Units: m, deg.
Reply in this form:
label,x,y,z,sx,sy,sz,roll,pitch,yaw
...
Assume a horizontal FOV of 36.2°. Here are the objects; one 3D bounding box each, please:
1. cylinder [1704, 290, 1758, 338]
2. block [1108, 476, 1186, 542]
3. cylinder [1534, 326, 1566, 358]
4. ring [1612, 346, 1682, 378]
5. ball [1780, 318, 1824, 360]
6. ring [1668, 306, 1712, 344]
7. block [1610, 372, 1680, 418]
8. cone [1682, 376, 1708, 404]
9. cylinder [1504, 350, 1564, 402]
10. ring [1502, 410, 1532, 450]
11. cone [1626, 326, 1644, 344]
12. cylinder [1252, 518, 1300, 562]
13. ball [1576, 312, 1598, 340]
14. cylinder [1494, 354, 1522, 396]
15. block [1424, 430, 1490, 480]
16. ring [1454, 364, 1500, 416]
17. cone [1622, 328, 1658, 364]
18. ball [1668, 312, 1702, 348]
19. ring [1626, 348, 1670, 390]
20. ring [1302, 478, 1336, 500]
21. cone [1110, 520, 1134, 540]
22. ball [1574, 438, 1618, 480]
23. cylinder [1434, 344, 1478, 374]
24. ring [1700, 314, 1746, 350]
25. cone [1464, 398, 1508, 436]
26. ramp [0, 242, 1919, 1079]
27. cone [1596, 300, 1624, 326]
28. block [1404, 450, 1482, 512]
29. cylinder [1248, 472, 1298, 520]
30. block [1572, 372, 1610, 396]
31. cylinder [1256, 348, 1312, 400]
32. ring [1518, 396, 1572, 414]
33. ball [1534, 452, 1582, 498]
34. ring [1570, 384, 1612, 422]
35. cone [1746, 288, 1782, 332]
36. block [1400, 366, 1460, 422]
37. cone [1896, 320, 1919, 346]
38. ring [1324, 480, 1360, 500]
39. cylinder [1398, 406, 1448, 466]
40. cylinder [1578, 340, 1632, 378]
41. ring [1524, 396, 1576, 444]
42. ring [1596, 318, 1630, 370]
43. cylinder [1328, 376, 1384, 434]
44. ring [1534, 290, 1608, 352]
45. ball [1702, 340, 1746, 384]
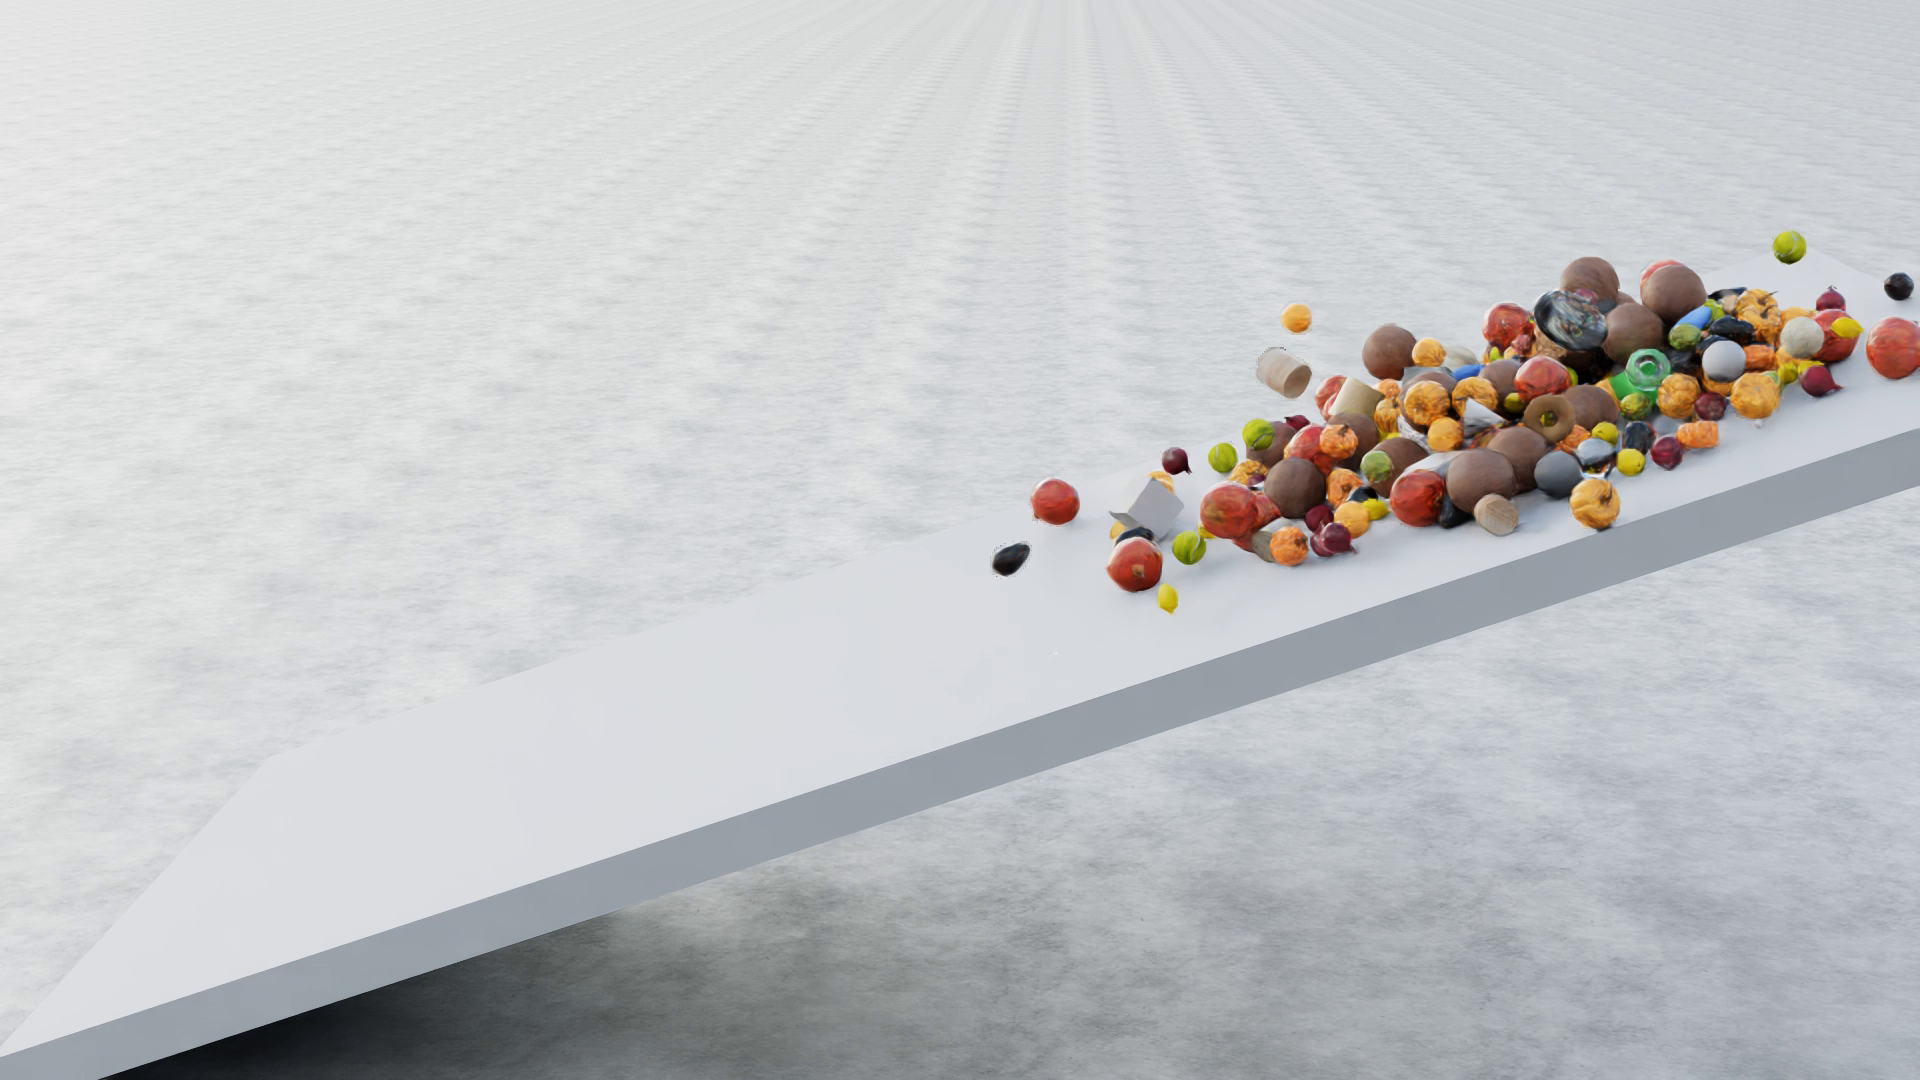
label,x,y,z,sx,sy,sz,roll,pitch,yaw
cylinder,1.633,-0.476,6.239,0.092,0.092,0.092,9,-5,34
block,0.403,-0.069,6.362,0.100,0.100,0.100,40,-12,-19
cylinder,1.222,-0.412,6.082,0.063,0.063,0.063,-5,15,1
ring,1.433,-0.362,6.140,0.148,0.049,0.148,-17,16,5
ball,1.624,-0.389,5.670,0.081,0.081,0.081,0,12,0
ring,1.477,-0.435,5.946,0.102,0.034,0.102,-39,1,1
block,1.376,-0.310,5.910,0.087,0.087,0.087,-28,-3,40
cone,1.463,-0.292,5.904,0.053,0.053,0.053,33,-15,10
cylinder,1.228,-0.343,6.287,0.091,0.091,0.091,30,17,5
ring,1.156,-0.230,6.030,0.036,0.109,0.109,44,11,-11
cone,1.411,-0.437,6.260,0.093,0.093,0.093,-22,9,11
cylinder,0.626,0.000,5.830,0.069,0.069,0.069,10,30,39
ball,1.455,-0.495,6.793,0.067,0.067,0.067,0,12,0
cylinder,1.227,-0.364,6.490,0.068,0.068,0.068,40,20,-17
block,0.995,-0.158,5.892,0.086,0.086,0.086,-22,12,-5
ring,1.114,-0.325,6.393,0.116,0.116,0.039,0,14,0
cone,1.427,-0.380,6.071,0.085,0.085,0.085,31,24,19
ball,1.570,-0.453,6.356,0.081,0.081,0.081,0,12,0
ring,1.362,-0.338,5.820,0.087,0.087,0.029,2,-13,9
ring,0.762,-0.108,6.227,0.079,0.026,0.079,-20,13,5
cone,0.366,-0.013,6.467,0.050,0.050,0.050,26,26,37
ball,1.197,-0.153,5.545,0.081,0.081,0.081,0,12,0
cylinder,1.106,-0.373,6.608,0.093,0.093,0.093,6,47,27
ring,1.595,-0.425,6.147,0.094,0.094,0.031,2,15,11
cone,1.029,-0.236,5.736,0.078,0.078,0.078,6,14,20
ramp,0.110,0.179,6.302,4.000,0.100,2.000,-19,11,6
cone,1.372,-0.493,6.249,0.067,0.067,0.067,2,27,7
block,0.947,-0.115,5.768,0.092,0.092,0.092,-26,12,-28
cylinder,0.660,-0.091,6.195,0.076,0.076,0.076,-30,26,-26
block,1.316,-0.315,6.137,0.052,0.052,0.052,17,1,-23
cylinder,0.706,-0.362,6.417,0.084,0.084,0.084,-11,35,-42
ring,1.229,-0.272,6.178,0.117,0.039,0.117,-16,11,3
ball,1.122,-0.124,5.521,0.086,0.086,0.086,0,12,0
ring,1.272,-0.276,5.928,0.094,0.031,0.094,20,40,-18
cone,1.713,-0.504,6.334,0.089,0.089,0.089,-19,11,4
block,0.980,-0.302,6.134,0.091,0.091,0.091,0,-17,28
cone,1.846,-0.389,5.692,0.051,0.051,0.051,-5,46,-22
ring,0.799,-0.105,6.150,0.078,0.026,0.078,-19,12,4
cylinder,0.957,-0.213,6.068,0.094,0.094,0.094,-7,-20,-3
cylinder,1.403,-0.403,6.383,0.088,0.088,0.088,-27,25,-32
ring,1.133,-0.232,5.654,0.098,0.098,0.033,5,-15,20
ring,1.370,-0.412,6.173,0.040,0.119,0.119,26,21,18
cylinder,0.875,-0.298,6.487,0.093,0.093,0.093,28,2,-1
ring,1.131,-0.406,5.450,0.147,0.049,0.147,15,41,-13
ball,1.481,-0.345,5.701,0.085,0.085,0.085,0,12,0
